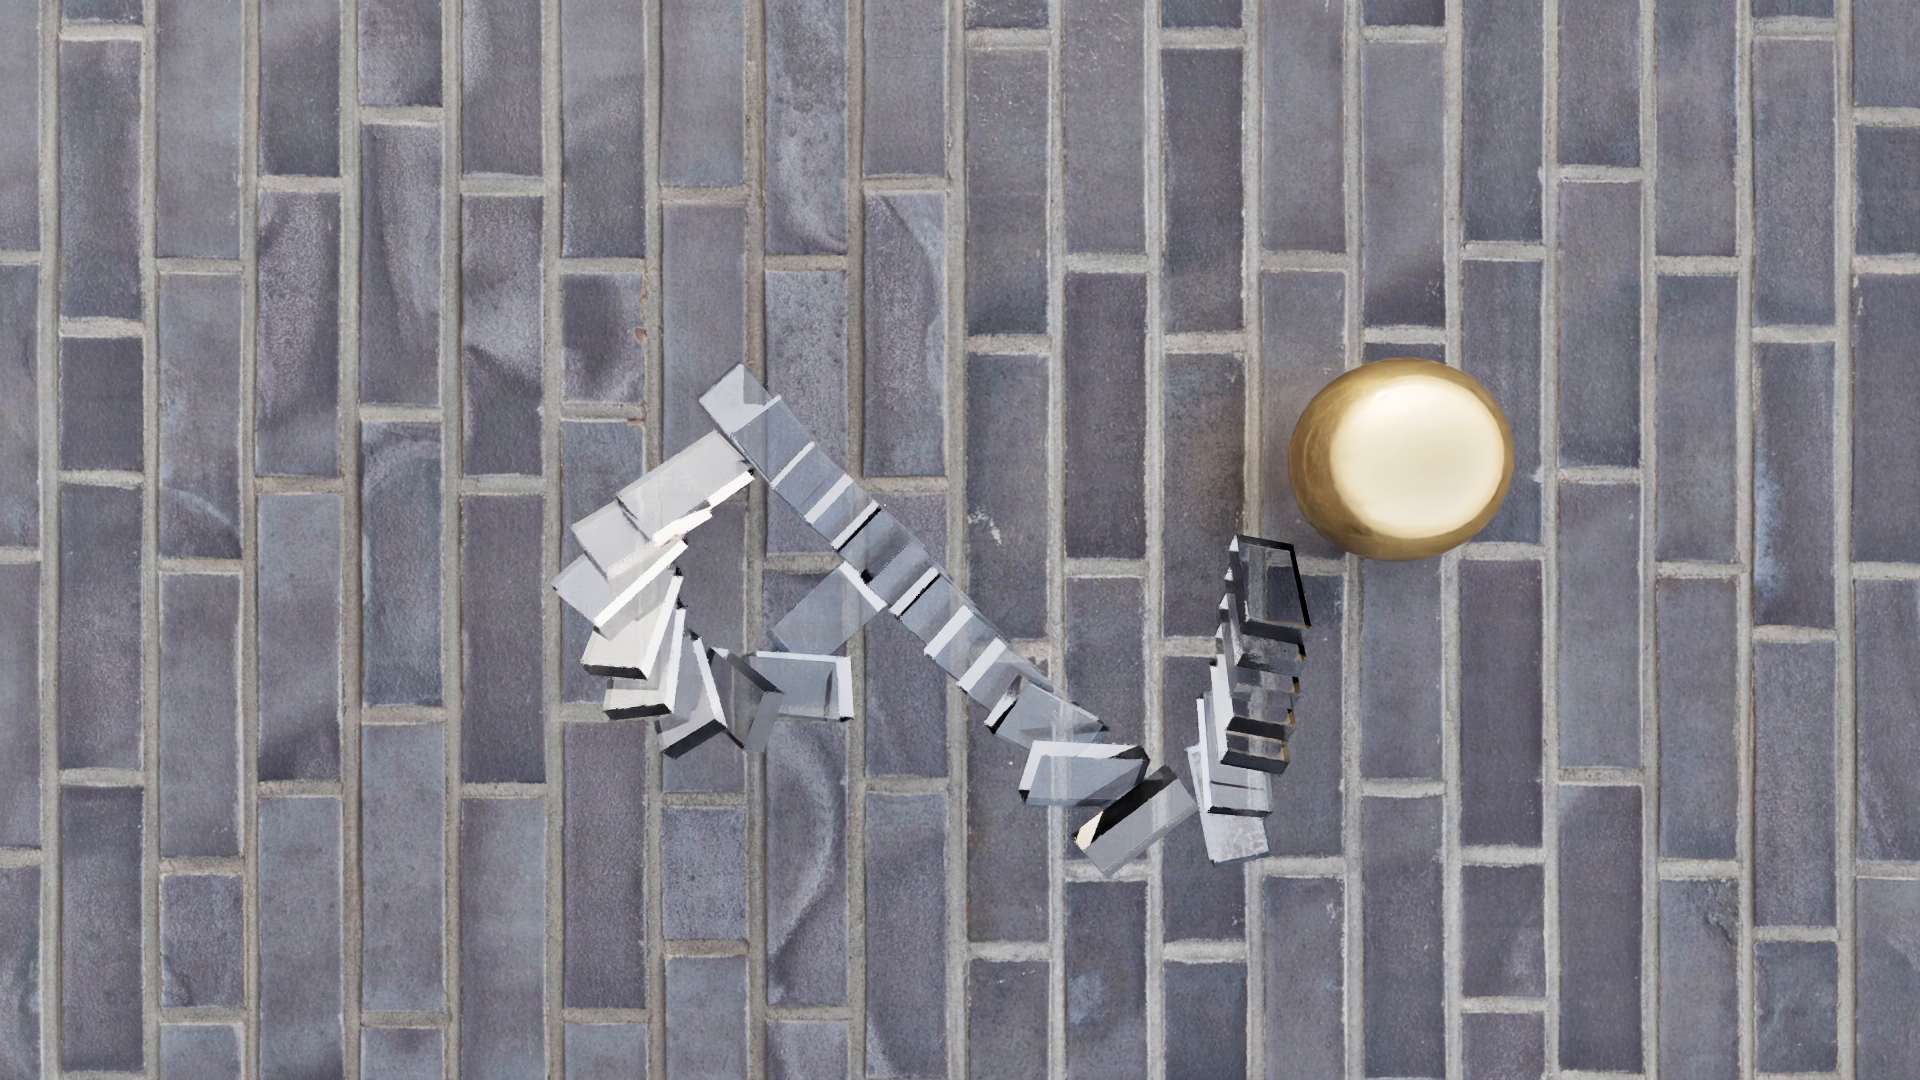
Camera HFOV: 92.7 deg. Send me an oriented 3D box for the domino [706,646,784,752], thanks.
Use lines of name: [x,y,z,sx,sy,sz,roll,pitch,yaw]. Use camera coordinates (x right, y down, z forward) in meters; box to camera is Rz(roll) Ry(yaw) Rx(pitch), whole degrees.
domino: [-0.093,0.065,0.378,0.010,0.050,0.025,18,93,-42]

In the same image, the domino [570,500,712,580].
domino: [-0.132,-0.008,0.382,0.050,0.010,0.025,-36,73,-24]

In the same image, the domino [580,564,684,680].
domino: [-0.135,0.032,0.381,0.025,0.010,0.050,4,55,5]

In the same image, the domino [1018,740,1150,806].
domino: [0.052,0.098,0.383,0.050,0.010,0.025,7,113,-19]

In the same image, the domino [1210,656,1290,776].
domino: [0.119,0.071,0.379,0.025,0.050,0.010,10,134,0]

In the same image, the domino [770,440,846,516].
domino: [-0.052,-0.015,0.385,0.025,0.009,0.050,-46,114,0]

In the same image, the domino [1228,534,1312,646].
domino: [0.127,0.020,0.378,0.025,0.050,0.009,10,132,0]

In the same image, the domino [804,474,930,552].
domino: [-0.038,-0.002,0.382,0.025,0.010,0.050,-46,125,0]

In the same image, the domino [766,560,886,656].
domino: [-0.057,0.033,0.385,0.050,0.010,0.025,-41,90,26]

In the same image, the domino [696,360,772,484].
domino: [-0.087,-0.050,0.395,0.025,0.010,0.050,-41,90,0]

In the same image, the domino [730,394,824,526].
domino: [-0.070,-0.033,0.385,0.025,0.010,0.050,-37,114,-2]

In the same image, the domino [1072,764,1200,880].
domino: [0.075,0.120,0.389,0.050,0.009,0.025,-37,123,0]

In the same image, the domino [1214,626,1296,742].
domino: [0.121,0.058,0.378,0.025,0.050,0.010,10,132,0]

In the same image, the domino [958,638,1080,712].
domino: [0.025,0.065,0.383,0.050,0.010,0.025,40,90,-31]

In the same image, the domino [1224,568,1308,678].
domino: [0.125,0.032,0.378,0.025,0.050,0.010,10,132,0]

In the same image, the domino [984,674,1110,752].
domino: [0.037,0.078,0.383,0.050,0.010,0.025,32,94,-30]

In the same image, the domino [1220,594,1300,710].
domino: [0.123,0.045,0.378,0.025,0.050,0.009,10,132,0]

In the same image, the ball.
ball: [0.171,-0.031,0.360,0.080,0.080,0.080,0,90,0]

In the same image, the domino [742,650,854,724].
domino: [-0.068,0.061,0.383,0.050,0.009,0.025,0,95,29]

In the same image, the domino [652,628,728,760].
domino: [-0.116,0.063,0.380,0.025,0.010,0.050,-31,51,0]

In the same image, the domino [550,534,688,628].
domino: [-0.141,0.010,0.382,0.025,0.009,0.050,36,63,11]

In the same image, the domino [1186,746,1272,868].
domino: [0.116,0.113,0.395,0.025,0.009,0.050,-12,90,0]

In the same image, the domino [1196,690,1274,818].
domino: [0.114,0.089,0.382,0.025,0.009,0.050,5,57,0]

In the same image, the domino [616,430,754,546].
domino: [-0.114,-0.022,0.382,0.025,0.010,0.050,44,64,14]

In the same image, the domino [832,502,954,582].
domino: [-0.027,0.009,0.381,0.025,0.010,0.050,-45,125,-1]

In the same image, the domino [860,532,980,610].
domino: [-0.016,0.022,0.382,0.025,0.010,0.050,-45,125,-1]

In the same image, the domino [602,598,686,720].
domino: [-0.130,0.049,0.381,0.025,0.009,0.050,-7,53,2]

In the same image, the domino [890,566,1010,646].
domino: [-0.003,0.036,0.382,0.025,0.009,0.050,-45,123,-1]

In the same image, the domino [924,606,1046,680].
domino: [0.011,0.052,0.383,0.025,0.009,0.050,-48,121,0]
